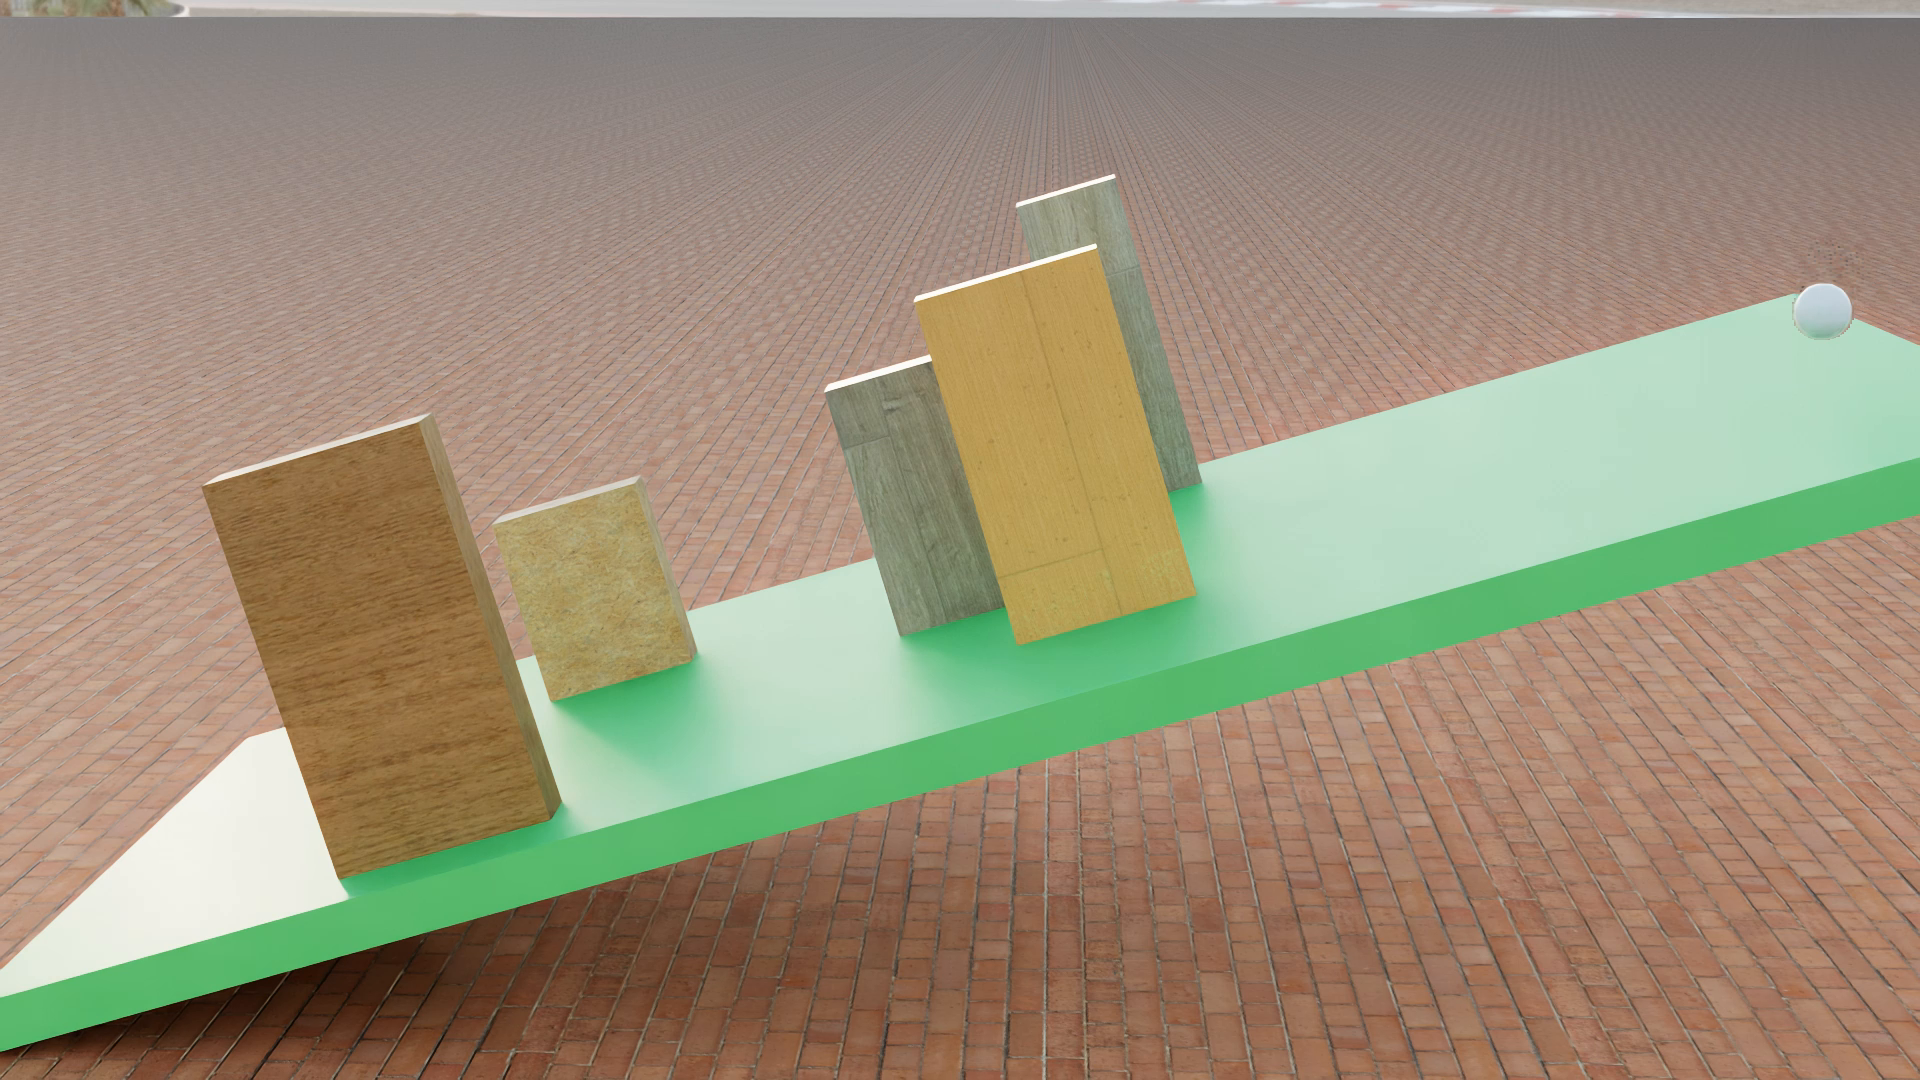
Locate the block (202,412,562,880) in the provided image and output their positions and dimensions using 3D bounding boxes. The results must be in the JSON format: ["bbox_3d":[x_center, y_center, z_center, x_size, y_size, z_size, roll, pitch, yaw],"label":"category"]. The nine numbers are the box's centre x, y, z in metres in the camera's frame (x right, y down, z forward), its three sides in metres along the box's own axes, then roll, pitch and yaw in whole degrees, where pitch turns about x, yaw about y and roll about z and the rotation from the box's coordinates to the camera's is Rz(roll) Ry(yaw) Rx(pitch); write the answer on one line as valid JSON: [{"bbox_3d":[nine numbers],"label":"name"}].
[{"bbox_3d":[-1.092,0.203,5.589,0.429,0.794,0.130,-16,10,5],"label":"block"}]

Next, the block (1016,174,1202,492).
[{"bbox_3d":[0.356,-0.470,7.003,0.241,0.752,0.125,-16,10,5],"label":"block"}]

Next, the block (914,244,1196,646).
[{"bbox_3d":[0.191,-0.187,5.826,0.371,0.715,0.098,-16,10,5],"label":"block"}]

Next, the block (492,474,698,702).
[{"bbox_3d":[-0.834,0.111,6.735,0.340,0.429,0.117,-16,10,5],"label":"block"}]

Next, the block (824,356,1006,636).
[{"bbox_3d":[-0.078,-0.099,6.280,0.265,0.550,0.116,-16,10,5],"label":"block"}]

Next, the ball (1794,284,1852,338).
[{"bbox_3d":[1.811,-0.481,6.174,0.117,0.117,0.117,0,11,0],"label":"ball"}]

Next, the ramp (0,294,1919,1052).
[{"bbox_3d":[0.091,0.186,6.319,4.000,0.100,2.000,-16,10,5],"label":"ramp"}]
